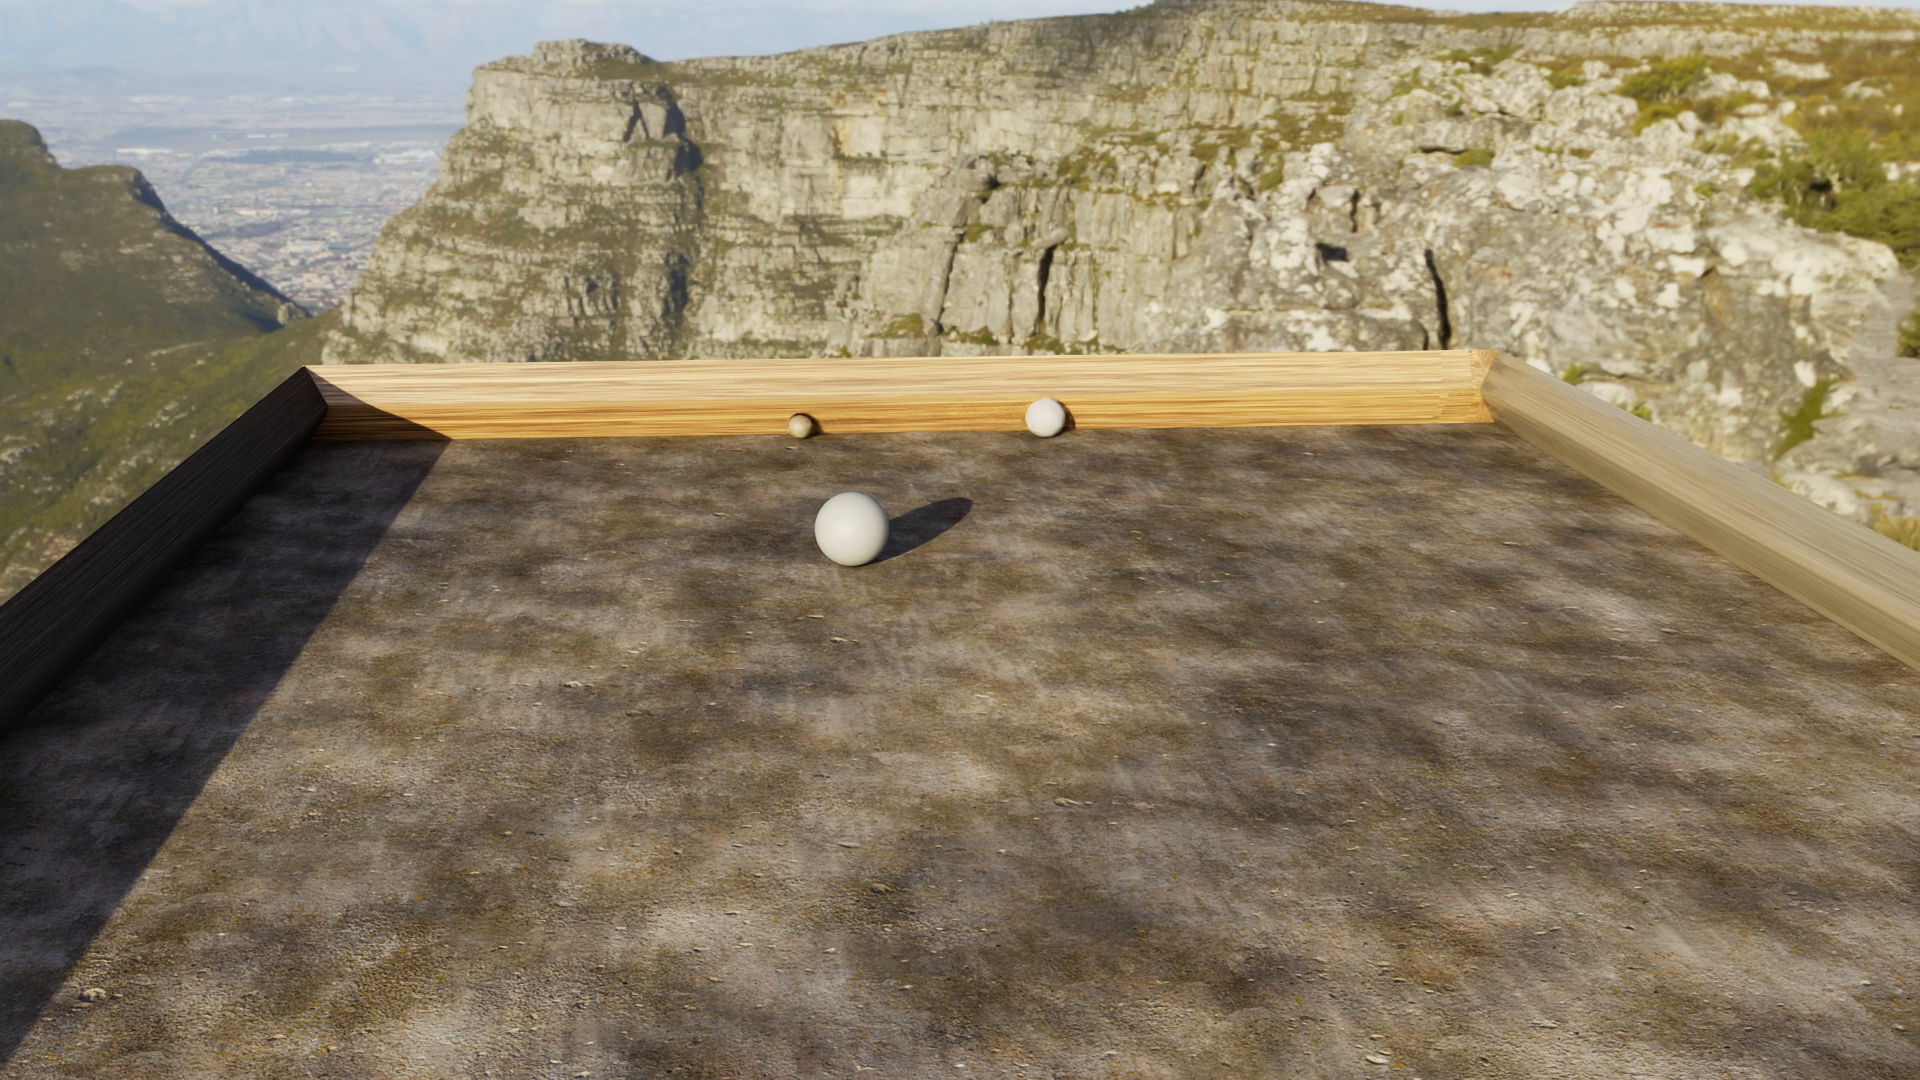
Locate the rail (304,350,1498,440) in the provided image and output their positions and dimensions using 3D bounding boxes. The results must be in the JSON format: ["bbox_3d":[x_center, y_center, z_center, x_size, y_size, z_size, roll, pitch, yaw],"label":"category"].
[{"bbox_3d":[-0.077,-0.248,3.811,2.080,0.130,0.045,-1,14,-5],"label":"rail"}]

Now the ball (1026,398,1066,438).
[{"bbox_3d":[0.147,-0.211,3.793,0.069,0.069,0.069,0,14,0],"label":"ball"}]

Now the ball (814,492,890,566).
[{"bbox_3d":[-0.144,-0.015,2.932,0.100,0.100,0.100,0,14,0],"label":"ball"}]

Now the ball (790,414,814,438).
[{"bbox_3d":[-0.273,-0.195,3.784,0.041,0.041,0.041,0,14,0],"label":"ball"}]

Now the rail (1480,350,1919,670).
[{"bbox_3d":[1.092,0.174,2.102,0.045,0.130,3.752,-1,14,-5],"label":"rail"}]

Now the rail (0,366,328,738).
[{"bbox_3d":[-0.934,0.215,1.936,0.045,0.130,3.752,-1,14,-5],"label":"rail"}]
